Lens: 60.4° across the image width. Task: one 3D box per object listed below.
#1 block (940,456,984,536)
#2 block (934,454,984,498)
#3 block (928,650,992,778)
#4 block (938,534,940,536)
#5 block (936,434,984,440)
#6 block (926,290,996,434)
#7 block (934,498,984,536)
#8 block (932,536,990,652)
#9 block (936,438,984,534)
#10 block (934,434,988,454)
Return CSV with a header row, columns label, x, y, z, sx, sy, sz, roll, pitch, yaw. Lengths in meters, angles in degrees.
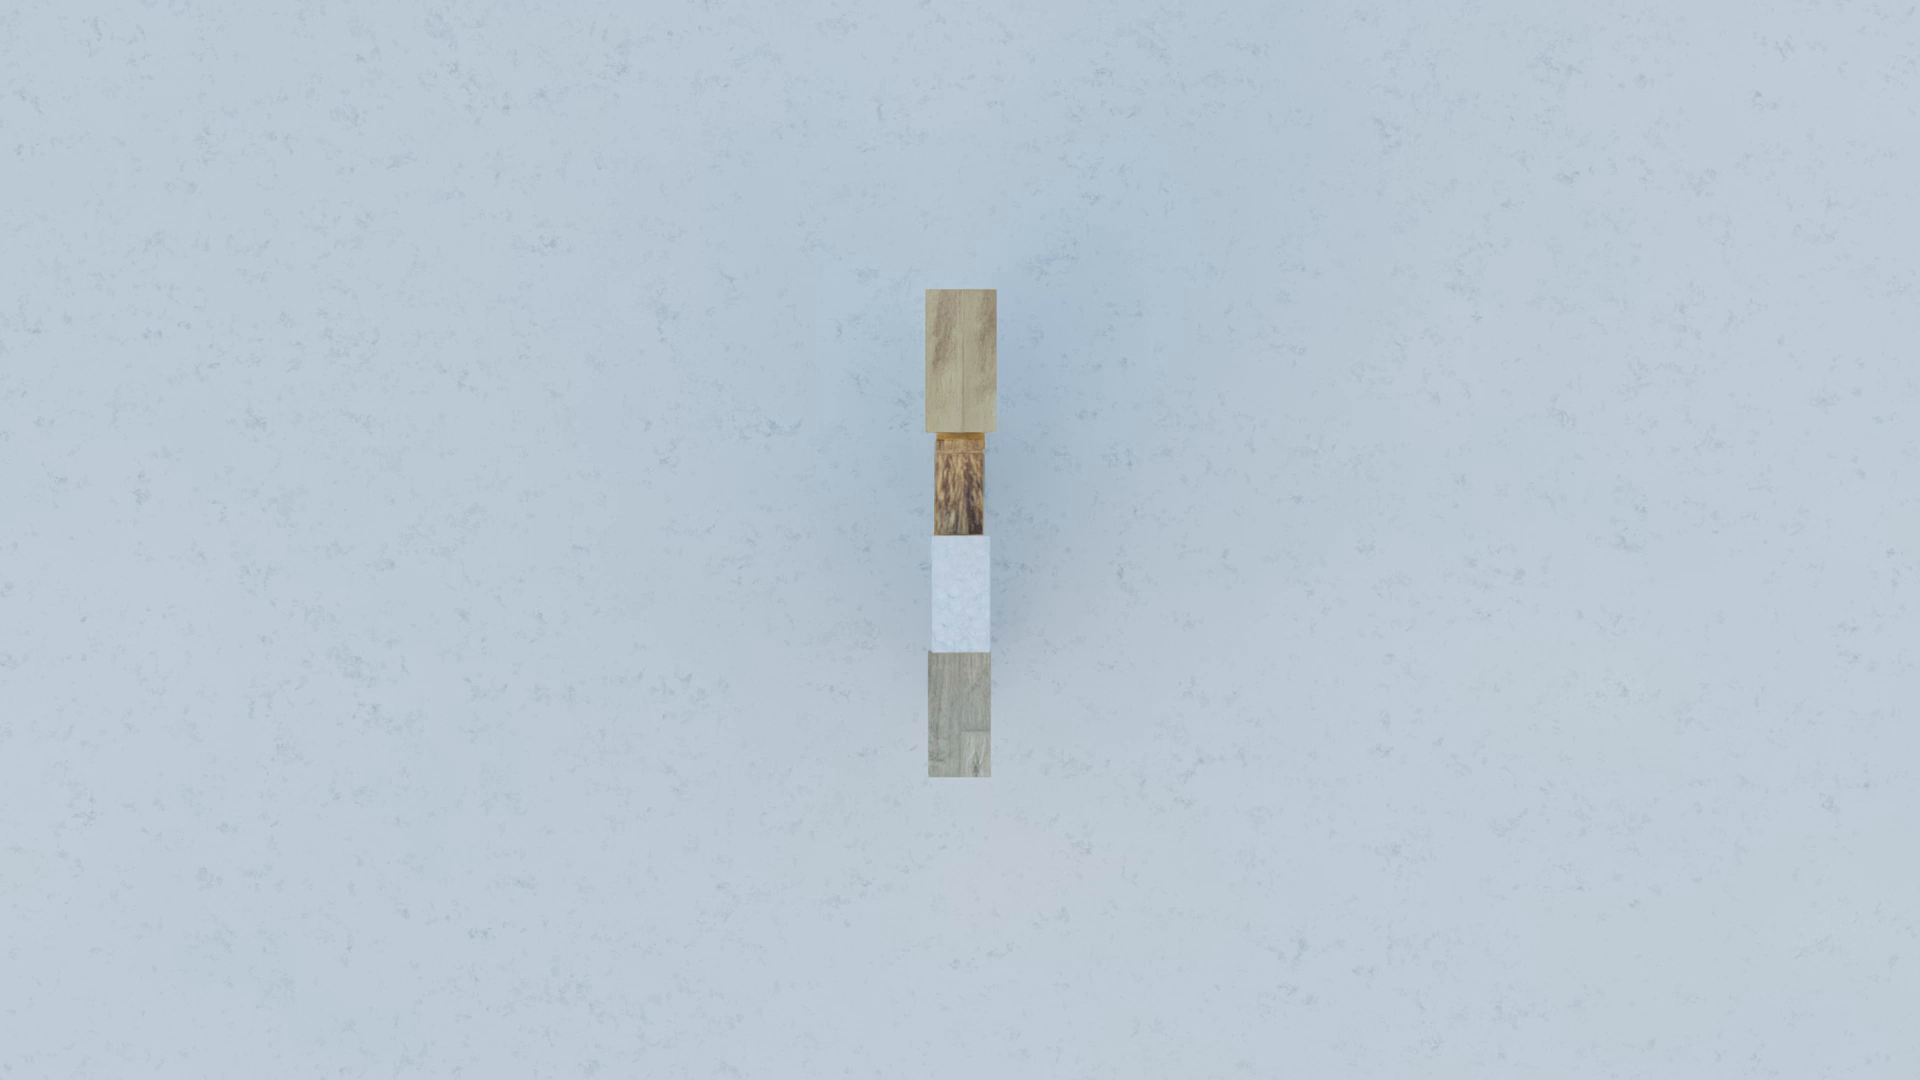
label,x,y,z,sx,sy,sz,roll,pitch,yaw
block,0.004,-0.126,4.598,0.120,0.034,0.239,0,90,0
block,-0.001,-0.291,5.167,0.156,0.044,0.311,0,90,0
block,-0.001,0.457,4.347,0.166,0.047,0.331,0,90,0
block,-0.002,-0.119,4.873,0.127,0.036,0.254,0,90,0
block,0.003,-0.381,4.505,0.131,0.037,0.262,0,90,0
block,0.002,-0.444,4.108,0.177,0.050,0.354,0,90,0
block,-0.003,0.025,5.168,0.155,0.044,0.310,0,90,0
block,0.002,0.138,4.225,0.148,0.042,0.297,0,90,0
block,-0.002,-0.140,4.317,0.123,0.035,0.247,0,90,0
block,0.004,-0.408,4.808,0.157,0.044,0.314,0,90,0
